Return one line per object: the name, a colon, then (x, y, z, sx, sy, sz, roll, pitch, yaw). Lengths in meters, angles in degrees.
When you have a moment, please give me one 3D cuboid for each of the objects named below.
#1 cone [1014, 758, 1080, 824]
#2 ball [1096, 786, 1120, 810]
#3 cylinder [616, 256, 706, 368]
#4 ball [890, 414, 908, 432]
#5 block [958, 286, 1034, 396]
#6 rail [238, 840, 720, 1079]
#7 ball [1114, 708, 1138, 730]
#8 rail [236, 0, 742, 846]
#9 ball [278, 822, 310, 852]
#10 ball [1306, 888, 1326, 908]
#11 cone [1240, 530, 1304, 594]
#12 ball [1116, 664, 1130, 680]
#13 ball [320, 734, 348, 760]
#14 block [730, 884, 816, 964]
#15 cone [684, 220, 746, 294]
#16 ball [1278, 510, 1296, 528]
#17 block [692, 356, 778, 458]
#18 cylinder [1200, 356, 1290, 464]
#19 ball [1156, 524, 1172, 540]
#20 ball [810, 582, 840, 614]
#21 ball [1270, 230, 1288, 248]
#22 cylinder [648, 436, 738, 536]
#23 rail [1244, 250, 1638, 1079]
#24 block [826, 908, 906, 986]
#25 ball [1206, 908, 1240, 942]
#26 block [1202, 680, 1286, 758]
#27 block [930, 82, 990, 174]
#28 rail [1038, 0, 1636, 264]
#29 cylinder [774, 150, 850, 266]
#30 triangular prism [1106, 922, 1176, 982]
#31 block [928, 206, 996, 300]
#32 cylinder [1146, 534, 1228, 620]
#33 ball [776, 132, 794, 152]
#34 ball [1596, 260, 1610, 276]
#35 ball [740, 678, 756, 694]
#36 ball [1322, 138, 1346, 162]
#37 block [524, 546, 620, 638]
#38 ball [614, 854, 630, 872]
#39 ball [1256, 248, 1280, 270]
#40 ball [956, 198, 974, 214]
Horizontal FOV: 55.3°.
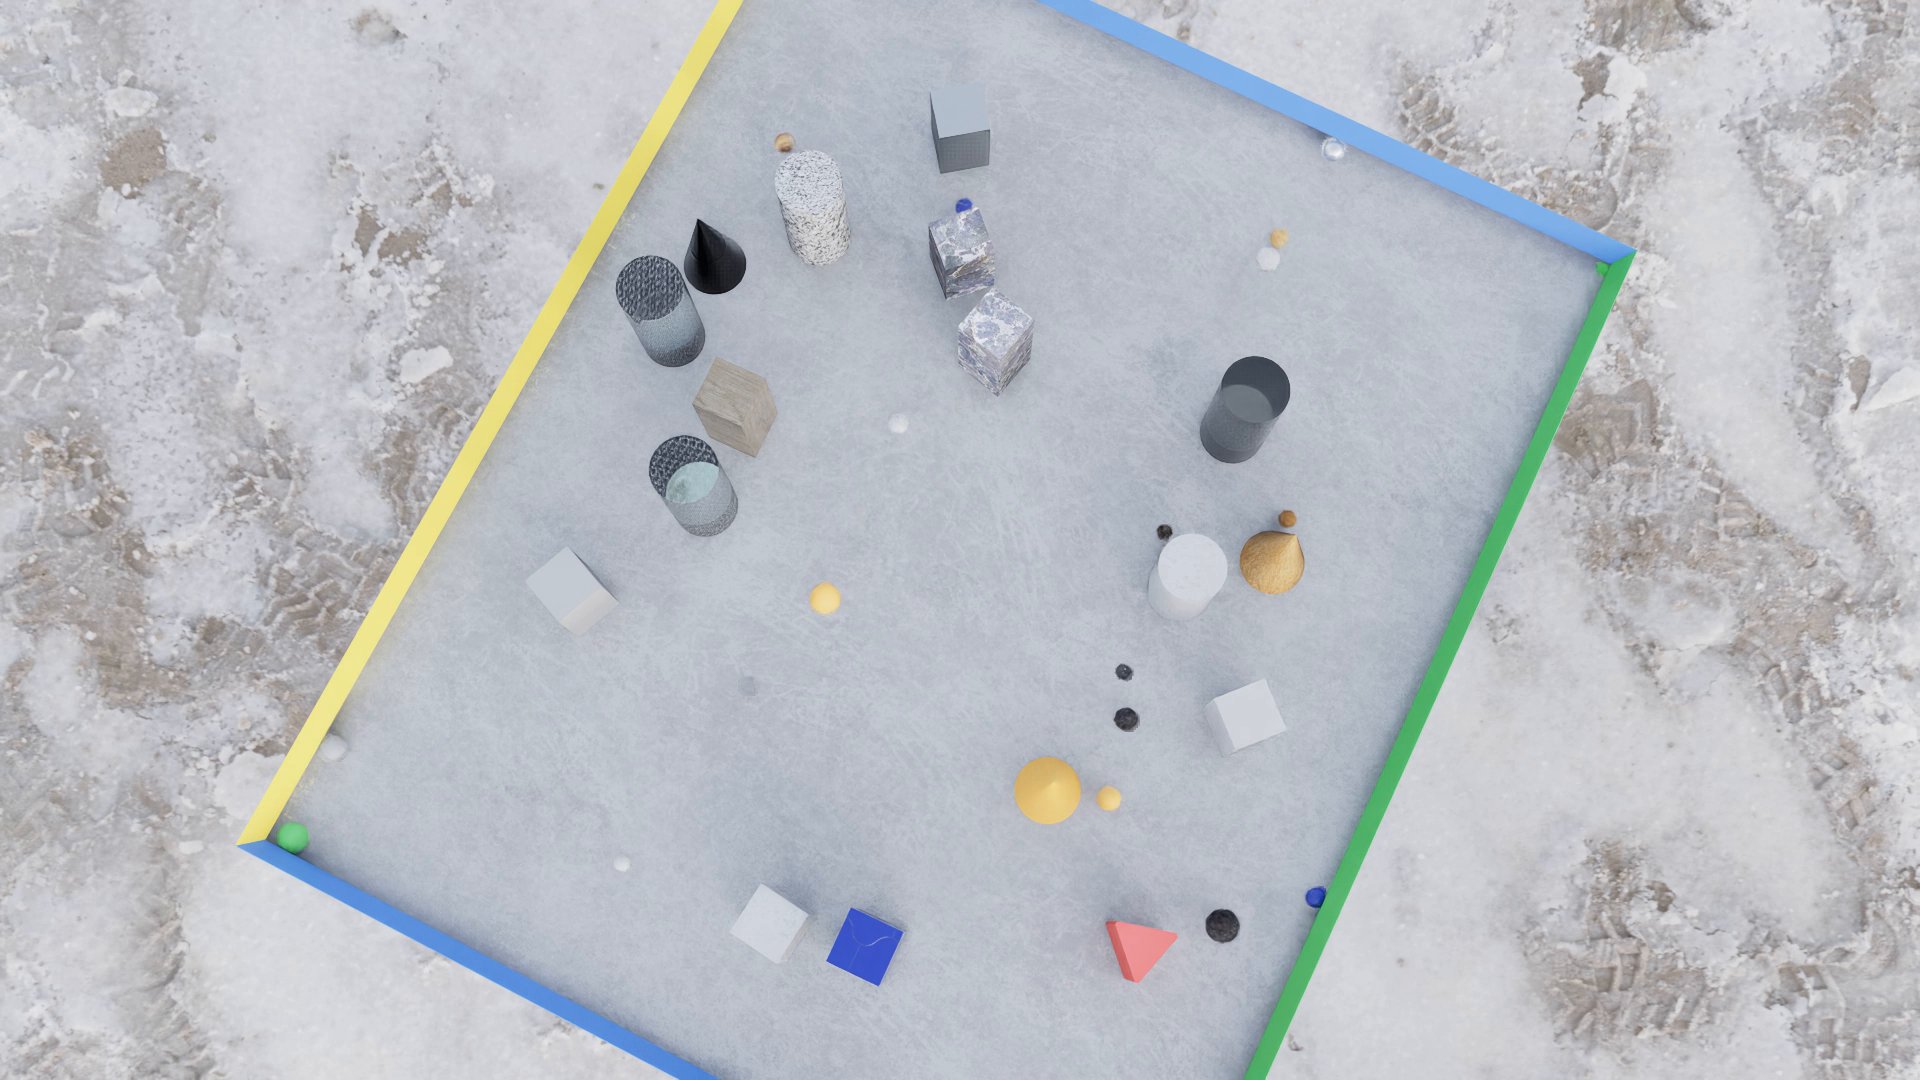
cone: (0.261, 0.712, 5.293, 0.199, 0.345, 0.199, 0, 78, 0)
ball: (0.440, 0.764, 5.422, 0.072, 0.072, 0.072, 0, 78, 0)
cylinder: (-0.897, -0.683, 5.524, 0.199, 0.459, 0.199, 0, 78, 0)
ball: (-0.189, -0.362, 5.661, 0.060, 0.060, 0.060, 0, 78, 0)
block: (0.107, -0.594, 5.542, 0.159, 0.387, 0.159, 39, 81, 7)
rail: (-0.773, 1.521, 5.235, 2.940, 0.129, 0.045, 26, 80, 5)
ball: (0.495, 0.534, 5.471, 0.068, 0.068, 0.068, 0, 78, 0)
rail: (-1.293, -0.626, 5.679, 0.045, 0.129, 3.505, 26, 80, 5)
ball: (-1.960, 0.876, 5.391, 0.087, 0.087, 0.087, 0, 78, 0)
ball: (1.044, 1.048, 5.368, 0.062, 0.062, 0.062, 0, 78, 0)
cone: (0.954, 0.026, 5.400, 0.199, 0.414, 0.199, 0, 78, 0)
ball: (0.490, 0.397, 5.511, 0.046, 0.046, 0.046, 0, 78, 0)
ball: (-1.864, 0.617, 5.449, 0.078, 0.078, 0.078, 0, 78, 0)
block: (-0.531, 1.096, 5.238, 0.159, 0.297, 0.159, 32, 80, 6)
cone: (-0.775, -0.910, 5.604, 0.199, 0.394, 0.199, 0, 78, 0)
ball: (0.999, -0.064, 5.602, 0.054, 0.054, 0.054, 0, 78, 0)
block: (-0.672, -0.394, 5.506, 0.159, 0.377, 0.159, 24, 79, 5)
cylinder: (0.843, -0.381, 5.454, 0.199, 0.473, 0.199, 0, 78, 0)
ball: (0.624, -0.023, 5.597, 0.047, 0.047, 0.047, 0, 78, 0)
ball: (-0.406, 0.174, 5.533, 0.094, 0.094, 0.094, 0, 78, 0)
ball: (1.005, -0.952, 5.784, 0.059, 0.059, 0.059, 0, 78, 0)
cylinder: (-0.781, -0.154, 5.411, 0.199, 0.465, 0.199, 0, 78, 0)
rail: (1.293, 0.640, 5.417, 0.045, 0.129, 3.505, 26, 80, 5)
block: (-0.259, 1.147, 5.181, 0.159, 0.387, 0.159, 24, 79, 5)
ball: (0.763, 1.123, 5.334, 0.098, 0.098, 0.098, 0, 78, 0)
block: (0.832, 0.525, 5.378, 0.159, 0.254, 0.159, -21, 79, -4)
block: (0.000, -1.289, 5.744, 0.159, 0.273, 0.159, -11, 79, -2)
rail: (0.773, -1.507, 5.862, 2.940, 0.129, 0.045, 26, 80, 5)
cylinder: (-0.445, -1.010, 5.601, 0.199, 0.440, 0.199, 0, 78, 0)
triangular prism: (0.485, 1.136, 5.205, 0.149, 0.345, 0.172, 41, 81, 8)
block: (0.006, -0.881, 5.656, 0.159, 0.280, 0.159, -19, 79, -4)
cylinder: (0.667, 0.114, 5.416, 0.199, 0.348, 0.199, 0, 78, 0)
ball: (-0.557, -1.270, 5.849, 0.059, 0.059, 0.059, 0, 78, 0)
ball: (2.029, -0.854, 5.768, 0.050, 0.050, 0.050, 0, 78, 0)
ball: (-0.636, 0.439, 5.500, 0.050, 0.050, 0.050, 0, 78, 0)
ball: (1.190, -1.243, 5.836, 0.074, 0.074, 0.074, 0, 78, 0)
block: (-1.147, 0.156, 5.438, 0.159, 0.287, 0.159, -40, 81, -8)
ball: (-0.994, 0.951, 5.395, 0.048, 0.048, 0.048, 0, 78, 0)
ball: (0.969, -0.884, 5.762, 0.074, 0.074, 0.074, 0, 78, 0)
ball: (0.013, -1.052, 5.806, 0.057, 0.057, 0.057, 0, 78, 0)
